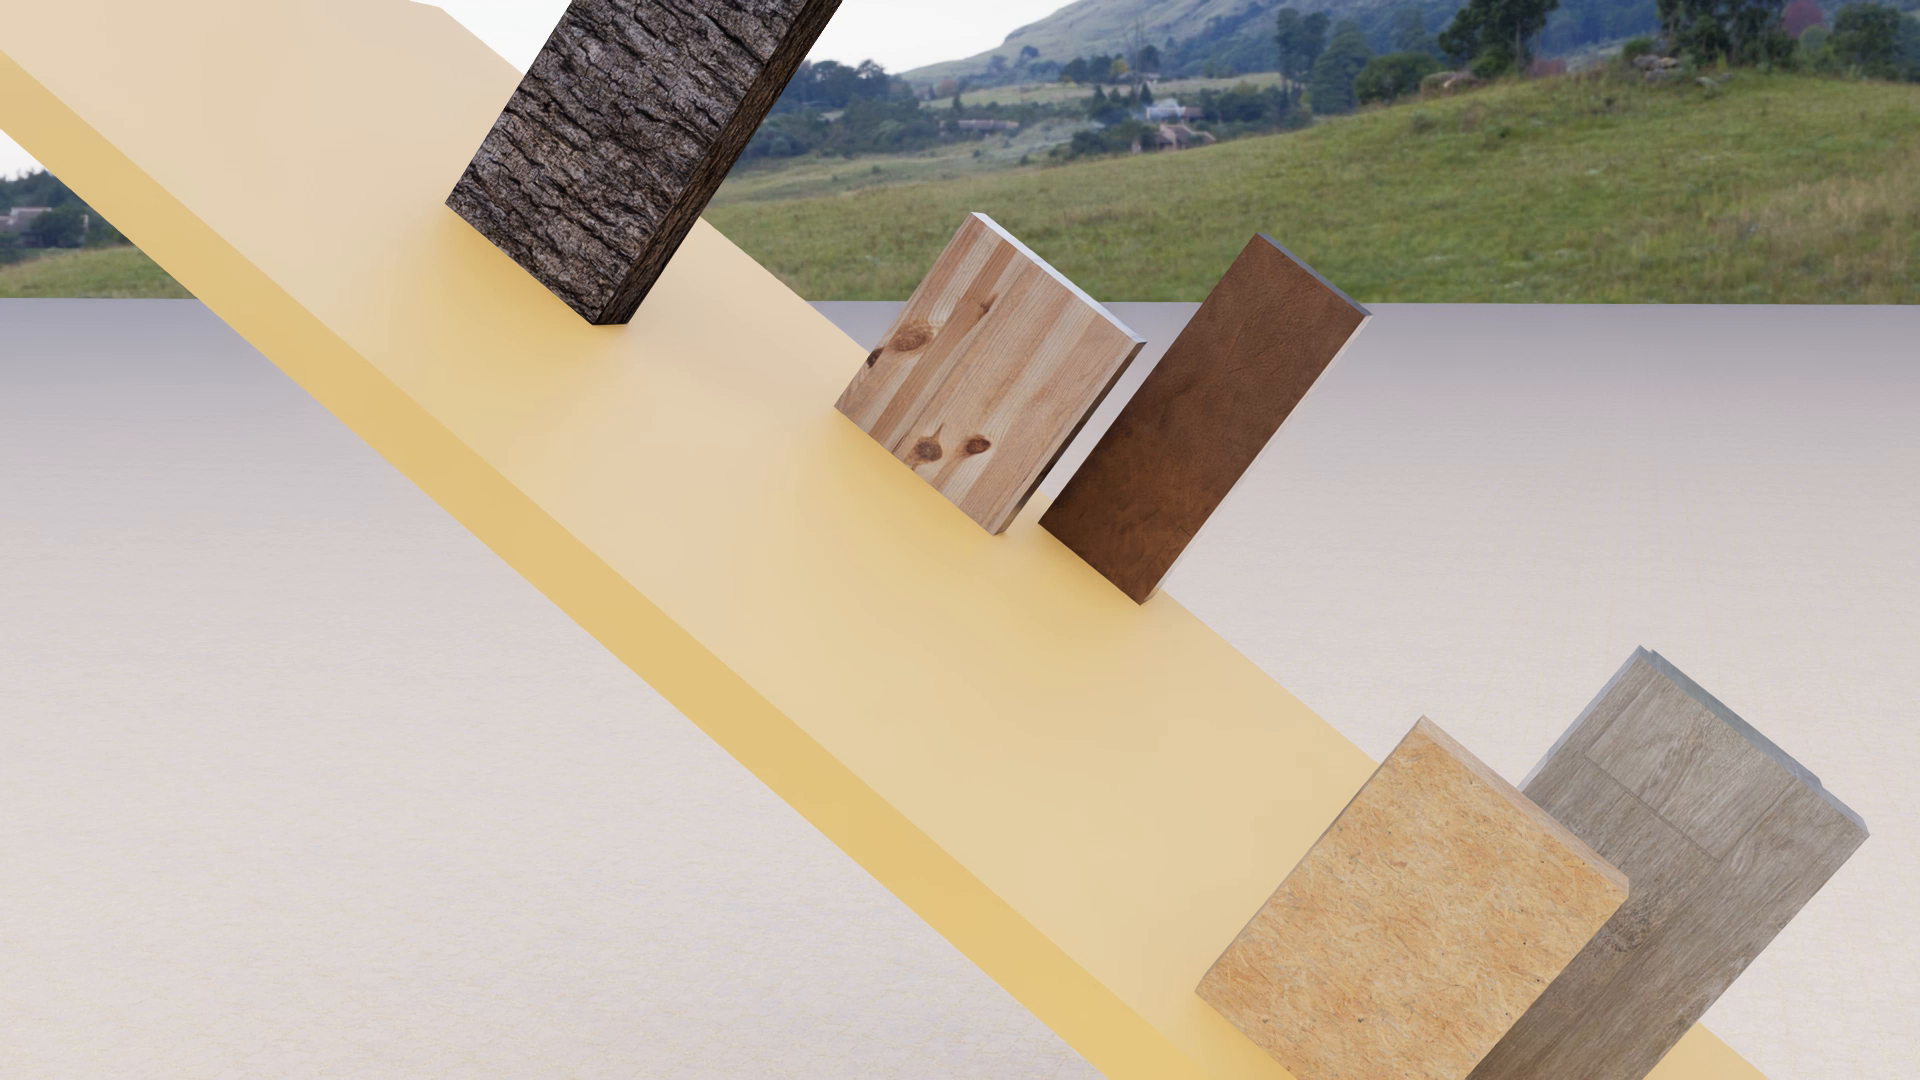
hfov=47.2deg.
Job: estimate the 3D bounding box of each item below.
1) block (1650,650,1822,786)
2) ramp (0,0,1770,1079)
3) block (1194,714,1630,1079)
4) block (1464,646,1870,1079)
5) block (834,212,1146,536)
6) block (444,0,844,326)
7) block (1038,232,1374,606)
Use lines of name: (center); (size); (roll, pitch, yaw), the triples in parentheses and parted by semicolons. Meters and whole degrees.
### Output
block: (1.170, 0.571, 3.939); (0.363, 0.662, 0.127); (39, 16, 9)
ramp: (-0.052, 0.112, 4.064); (4.000, 0.100, 2.000); (39, 16, 9)
block: (0.634, 0.561, 3.113); (0.359, 0.508, 0.097); (39, 16, 9)
block: (0.979, 0.577, 3.396); (0.414, 0.727, 0.108); (39, 16, 9)
block: (0.058, -0.338, 4.485); (0.430, 0.493, 0.095); (39, 16, 9)
block: (-0.577, -0.801, 4.003); (0.371, 0.741, 0.147); (39, 16, 9)
block: (0.522, -0.256, 4.712); (0.286, 0.778, 0.144); (39, 16, 9)
